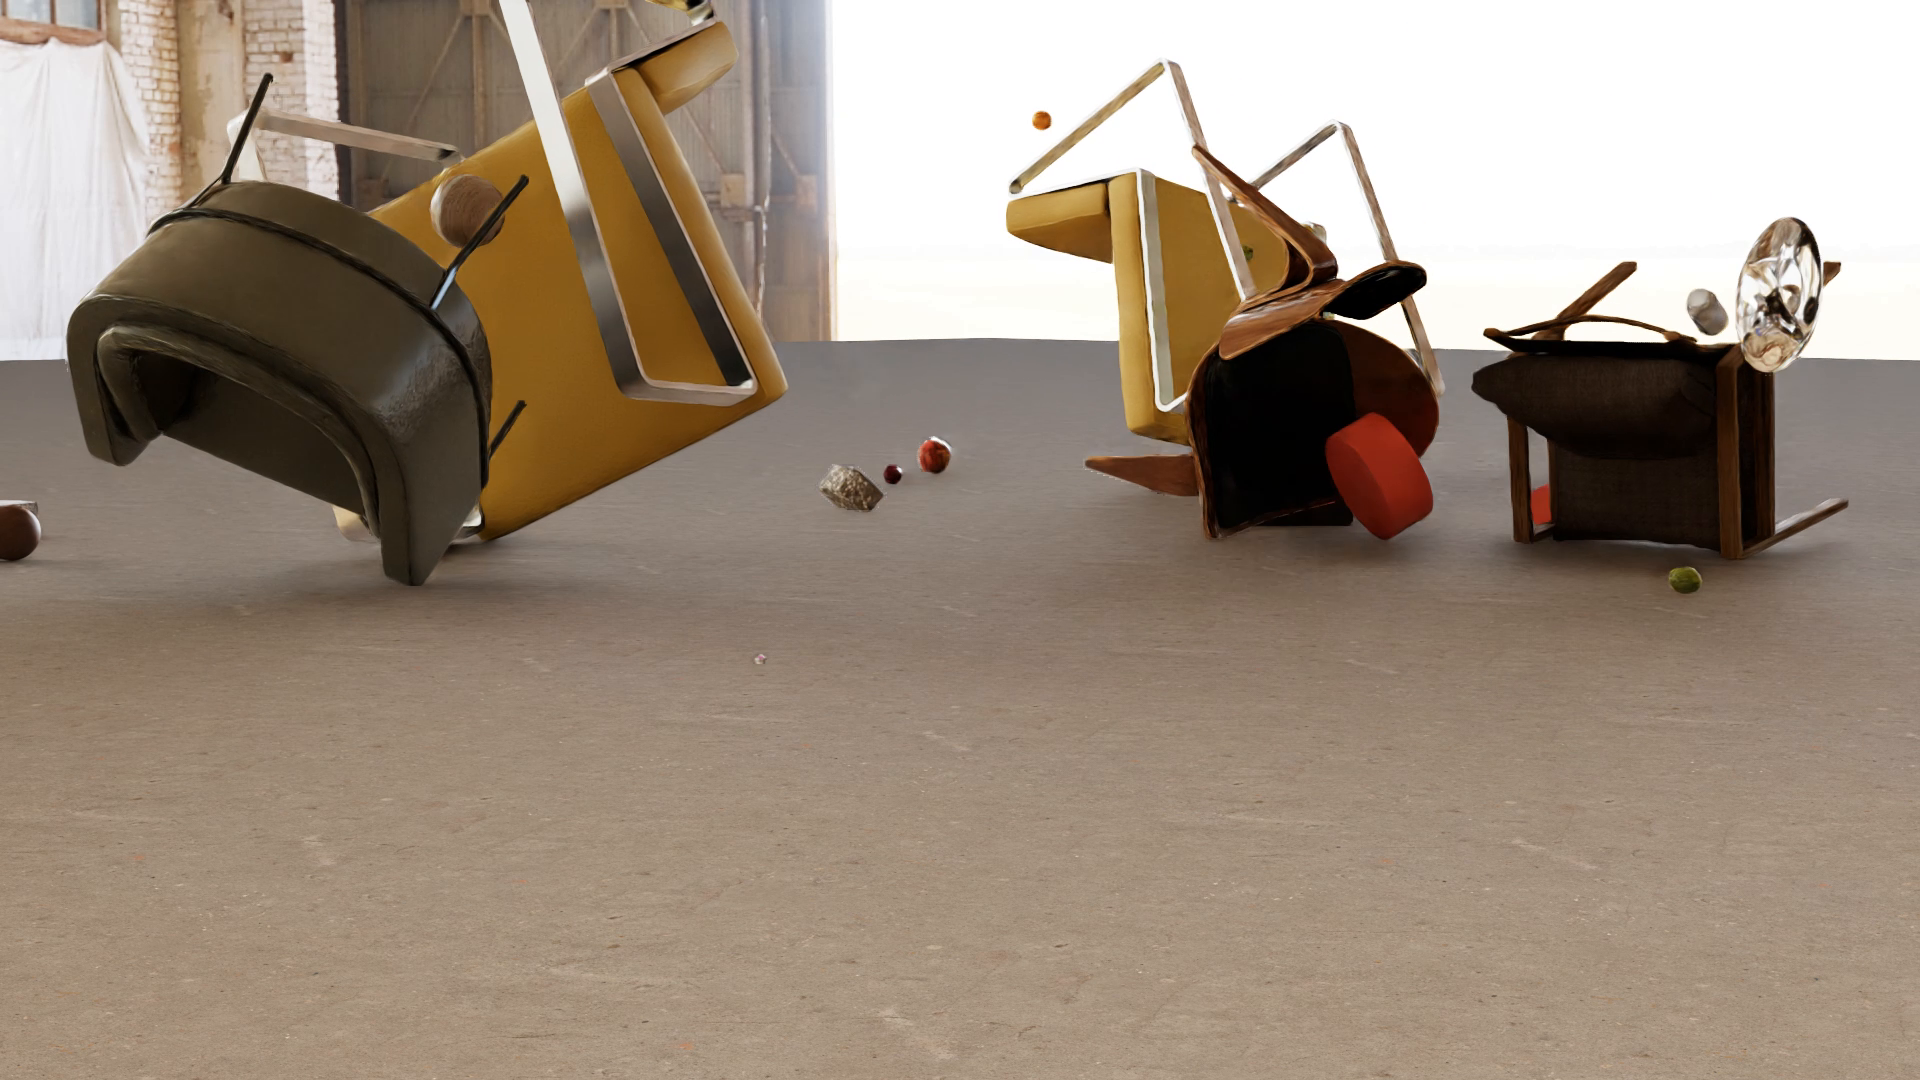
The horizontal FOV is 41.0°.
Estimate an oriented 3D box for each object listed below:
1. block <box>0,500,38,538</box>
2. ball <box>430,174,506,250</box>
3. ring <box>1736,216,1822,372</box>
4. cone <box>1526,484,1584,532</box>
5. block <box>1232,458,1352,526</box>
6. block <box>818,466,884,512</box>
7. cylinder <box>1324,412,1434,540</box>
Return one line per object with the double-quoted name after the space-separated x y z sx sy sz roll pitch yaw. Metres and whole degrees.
-2.456 -0.049 6.478 0.123 0.084 0.212 4 7 31 "block"
-1.061 -0.708 5.532 0.161 0.161 0.161 0 6 0 "ball"
1.882 -0.567 5.898 0.173 0.420 0.153 22 -30 -13 "ring"
1.561 -0.062 6.717 0.145 0.126 0.183 12 -11 17 "cone"
0.887 -0.128 6.864 0.272 0.161 0.225 -1 6 -7 "block"
-0.308 -0.138 7.214 0.117 0.081 0.160 43 -14 -21 "block"
1.043 -0.158 6.393 0.119 0.298 0.271 -30 13 -13 "cylinder"
